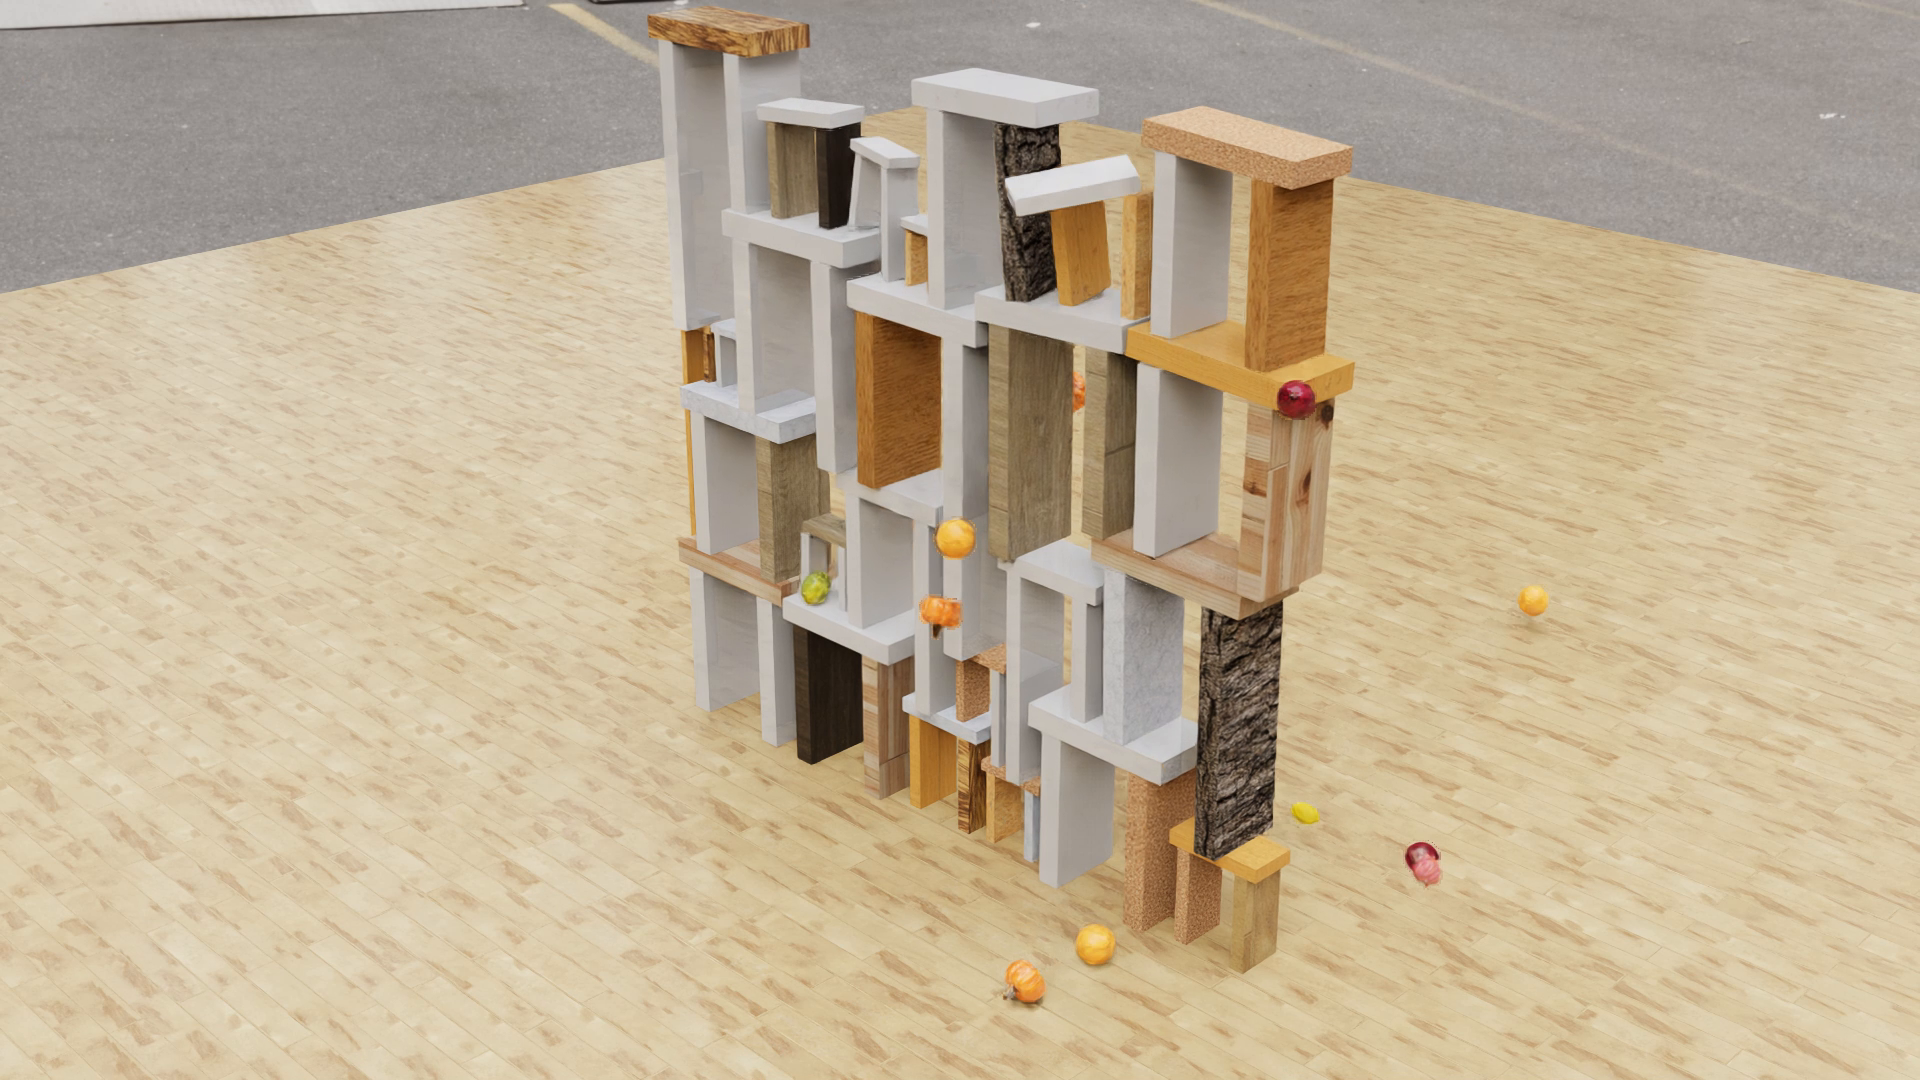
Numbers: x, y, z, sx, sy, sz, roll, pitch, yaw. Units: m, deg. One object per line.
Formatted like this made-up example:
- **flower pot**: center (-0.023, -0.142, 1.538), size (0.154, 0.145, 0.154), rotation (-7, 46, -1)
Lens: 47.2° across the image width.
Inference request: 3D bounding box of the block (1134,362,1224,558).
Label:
- **block**: center (0.373, -0.155, 3.748), size (0.169, 0.338, 0.048), rotation (-22, 31, -40)

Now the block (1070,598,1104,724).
- **block**: center (0.258, 0.202, 4.025), size (0.121, 0.243, 0.034), rotation (-21, 31, -40)

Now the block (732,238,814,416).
- **block**: center (-0.368, -0.448, 4.439), size (0.050, 0.356, 0.178), rotation (21, 31, 41)

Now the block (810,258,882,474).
- **block**: center (-0.203, -0.354, 4.293), size (0.050, 0.418, 0.178), rotation (19, 30, 39)

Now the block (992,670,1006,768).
- **block**: center (0.093, 0.335, 4.259), size (0.072, 0.208, 0.021), rotation (-21, 31, -40)

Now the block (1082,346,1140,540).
- **block**: center (0.290, -0.188, 3.825), size (0.171, 0.343, 0.049), rotation (-22, 31, -40)

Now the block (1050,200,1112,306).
- **block**: center (0.205, -0.515, 3.755), size (0.030, 0.209, 0.104), rotation (20, 39, 40)

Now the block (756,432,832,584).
- **block**: center (-0.343, -0.083, 4.555), size (0.045, 0.317, 0.158), rotation (21, 31, 41)

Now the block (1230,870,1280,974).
- **block**: center (0.529, 0.669, 3.932), size (0.098, 0.196, 0.028), rotation (-22, 31, -40)

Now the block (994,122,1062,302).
- **block**: center (0.124, -0.581, 3.813), size (0.043, 0.306, 0.153), rotation (7, 24, 29)

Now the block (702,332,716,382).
- **block**: center (-0.513, -0.389, 4.619), size (0.015, 0.108, 0.054), rotation (21, 31, 40)

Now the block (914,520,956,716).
- **block**: center (-0.024, 0.133, 4.313), size (0.143, 0.411, 0.041), rotation (-21, 31, -40)

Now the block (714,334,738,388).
- **block**: center (-0.483, -0.381, 4.591), size (0.016, 0.116, 0.058), rotation (21, 31, 41)

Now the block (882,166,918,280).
- **block**: center (-0.112, -0.593, 4.106), size (0.069, 0.211, 0.020), rotation (-13, 24, -33)

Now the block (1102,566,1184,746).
- **block**: center (0.330, 0.187, 3.946), size (0.166, 0.331, 0.047), rotation (-21, 30, -40)

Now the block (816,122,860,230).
- **block**: center (-0.229, -0.696, 4.184), size (0.027, 0.191, 0.095), rotation (18, 30, 37)

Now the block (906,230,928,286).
- **block**: center (-0.076, -0.531, 4.095), size (0.054, 0.107, 0.015), rotation (-18, 29, -38)

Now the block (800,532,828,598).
- **block**: center (-0.303, 0.040, 4.558), size (0.020, 0.141, 0.071), rotation (16, 27, 27)

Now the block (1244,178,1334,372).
- **block**: center (0.520, -0.428, 3.471), size (0.150, 0.301, 0.043), rotation (-20, 29, -39)

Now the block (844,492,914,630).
- **block**: center (-0.161, 0.023, 4.415), size (0.143, 0.286, 0.041), rotation (-21, 31, -40)

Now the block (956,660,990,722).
- **block**: center (0.025, 0.279, 4.310), size (0.072, 0.145, 0.021), rotation (-22, 31, -40)

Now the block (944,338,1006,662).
- **block**: center (0.048, -0.091, 4.132), size (0.174, 0.633, 0.049), rotation (-21, 31, -40)

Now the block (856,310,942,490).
- **block**: center (-0.117, -0.287, 4.229), size (0.174, 0.347, 0.049), rotation (-20, 31, -39)

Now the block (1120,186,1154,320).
- **block**: center (0.317, -0.483, 3.678), size (0.104, 0.209, 0.030), rotation (-21, 29, -41)

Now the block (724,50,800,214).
- **block**: center (-0.381, -0.804, 4.298), size (0.044, 0.309, 0.154), rotation (20, 30, 40)

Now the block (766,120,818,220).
- **block**: center (-0.324, -0.725, 4.259), size (0.095, 0.191, 0.027), rotation (-19, 28, -37)

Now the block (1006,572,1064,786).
- **block**: center (0.143, 0.247, 4.171), size (0.121, 0.438, 0.034), rotation (-21, 31, -40)

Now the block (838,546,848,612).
- **block**: center (-0.216, 0.070, 4.489), size (0.020, 0.141, 0.071), rotation (22, 32, 40)

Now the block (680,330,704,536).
- **block**: center (-0.564, -0.064, 4.813), size (0.054, 0.858, 0.015), rotation (-21, 31, -41)

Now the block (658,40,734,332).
- **block**: center (-0.525, -0.731, 4.489), size (0.154, 0.592, 0.044), rotation (-21, 31, -41)

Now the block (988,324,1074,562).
- **block**: center (0.129, -0.195, 3.996), size (0.049, 0.444, 0.171), rotation (21, 31, 41)

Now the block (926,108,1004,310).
- **block**: center (0.014, -0.604, 3.944), size (0.153, 0.360, 0.043), rotation (-19, 29, -38)

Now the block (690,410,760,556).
- **block**: center (-0.492, -0.141, 4.693), size (0.158, 0.317, 0.045), rotation (-21, 31, -41)

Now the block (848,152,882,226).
- **block**: center (-0.172, -0.665, 4.164), size (0.069, 0.139, 0.020), rotation (-9, 24, -40)

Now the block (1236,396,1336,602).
- **block**: center (0.535, -0.082, 3.607), size (0.169, 0.338, 0.048), rotation (-21, 31, -40)

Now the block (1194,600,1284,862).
- **block**: center (0.485, 0.315, 3.832), size (0.166, 0.477, 0.047), rotation (-22, 31, -40)

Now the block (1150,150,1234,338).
- **block**: center (0.379, -0.493, 3.592), size (0.043, 0.301, 0.150), rotation (20, 29, 41)
